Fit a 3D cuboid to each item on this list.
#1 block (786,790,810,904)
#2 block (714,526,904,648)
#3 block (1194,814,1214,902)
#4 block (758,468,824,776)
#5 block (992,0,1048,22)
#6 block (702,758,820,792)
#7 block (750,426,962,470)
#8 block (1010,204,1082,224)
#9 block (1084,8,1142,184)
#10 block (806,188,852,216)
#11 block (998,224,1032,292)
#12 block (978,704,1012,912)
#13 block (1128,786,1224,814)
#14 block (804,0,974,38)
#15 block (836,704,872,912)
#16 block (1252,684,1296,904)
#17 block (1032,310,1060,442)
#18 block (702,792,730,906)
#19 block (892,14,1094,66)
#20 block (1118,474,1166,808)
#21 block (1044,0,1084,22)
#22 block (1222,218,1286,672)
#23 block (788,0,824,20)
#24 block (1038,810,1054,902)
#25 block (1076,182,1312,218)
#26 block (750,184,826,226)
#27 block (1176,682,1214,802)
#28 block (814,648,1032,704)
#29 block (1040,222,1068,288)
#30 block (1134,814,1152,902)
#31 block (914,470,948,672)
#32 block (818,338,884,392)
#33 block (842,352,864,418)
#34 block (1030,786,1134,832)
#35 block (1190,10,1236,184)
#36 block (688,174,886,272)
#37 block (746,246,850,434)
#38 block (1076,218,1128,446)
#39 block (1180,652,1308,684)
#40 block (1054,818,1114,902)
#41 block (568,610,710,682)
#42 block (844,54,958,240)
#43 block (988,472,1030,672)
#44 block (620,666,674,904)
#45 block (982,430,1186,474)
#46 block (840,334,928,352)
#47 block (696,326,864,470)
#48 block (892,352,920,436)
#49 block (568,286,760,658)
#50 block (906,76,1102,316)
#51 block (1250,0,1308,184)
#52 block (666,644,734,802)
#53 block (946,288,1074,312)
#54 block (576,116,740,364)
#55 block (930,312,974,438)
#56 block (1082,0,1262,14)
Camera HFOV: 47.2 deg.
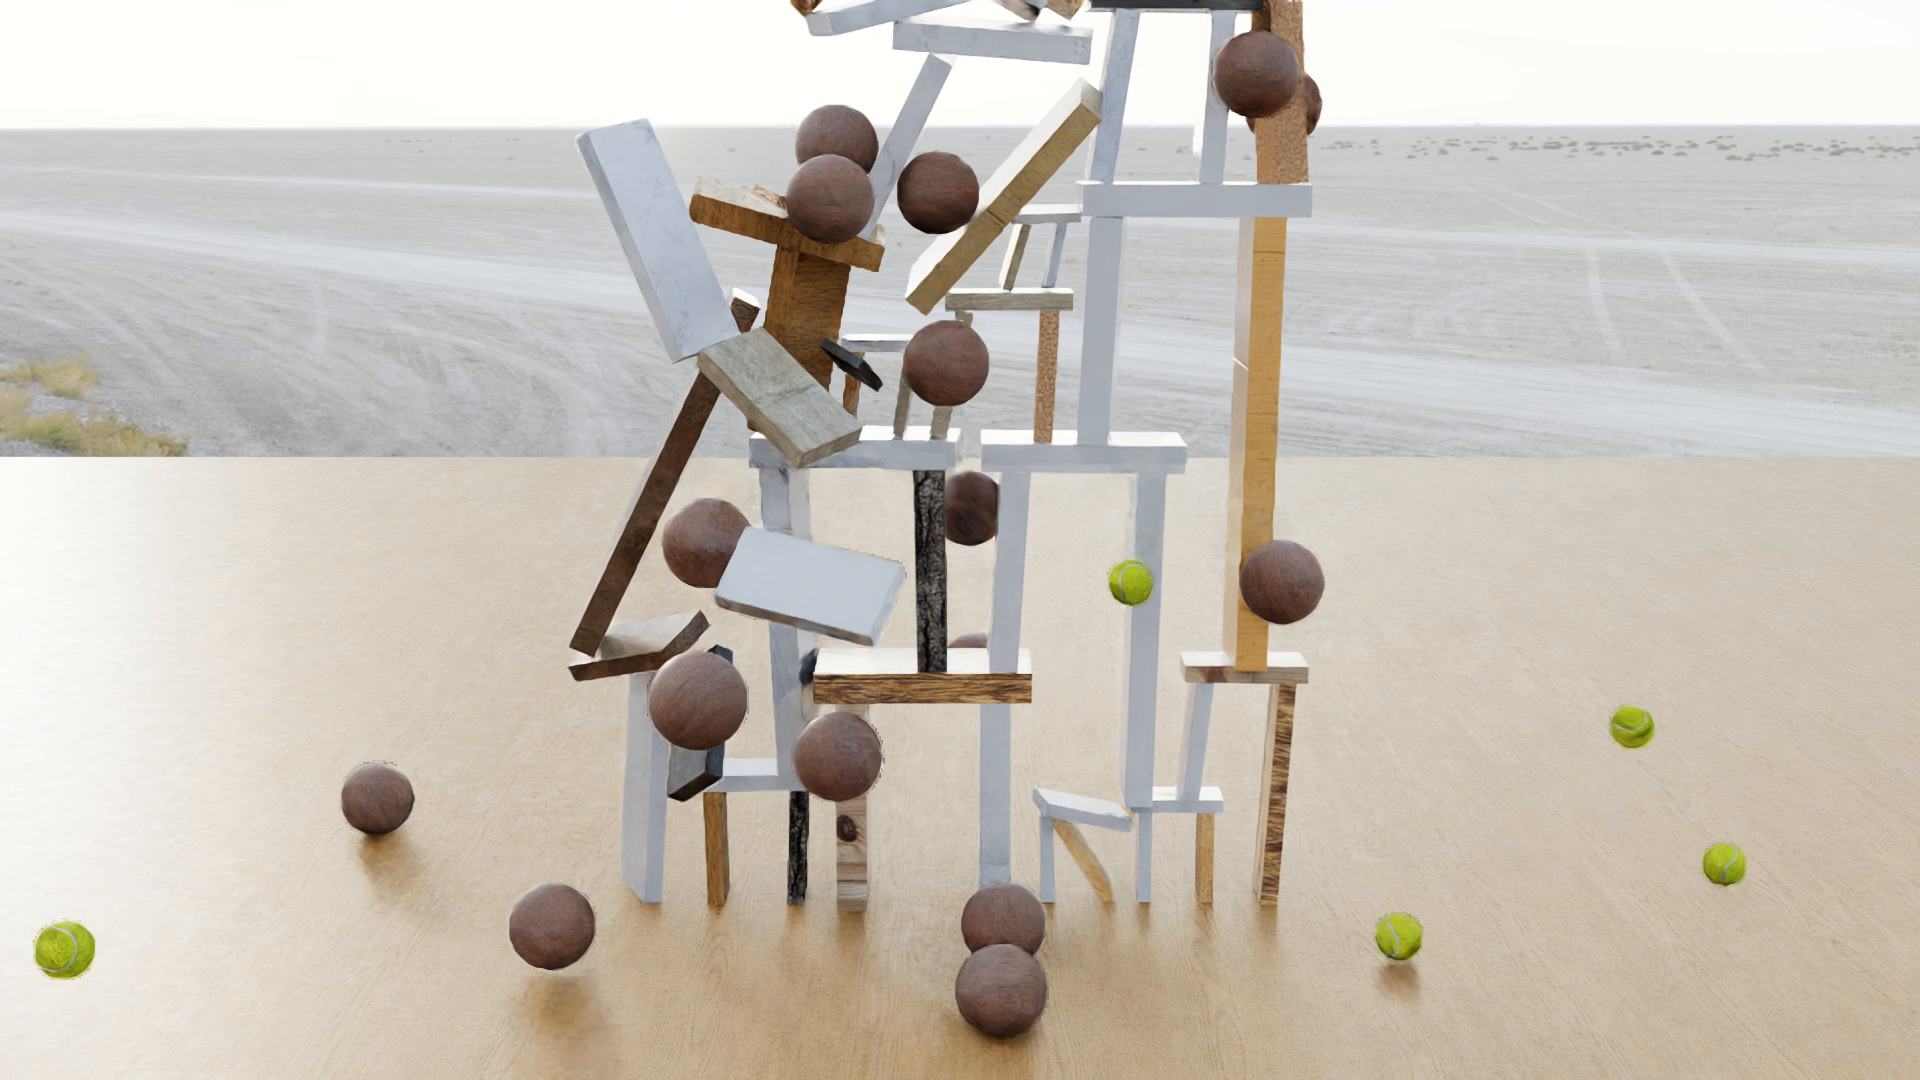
[{"bbox_3d":[-0.268,0.495,3.649,0.027,0.193,0.096,2,10,-1],"label":"block"},{"bbox_3d":[-0.205,0.062,2.985,0.231,0.116,0.033,14,-28,17],"label":"block"},{"bbox_3d":[0.406,0.515,3.652,0.022,0.153,0.076,0,11,0],"label":"block"},{"bbox_3d":[-0.274,0.120,3.601,0.046,0.505,0.163,-1,10,7],"label":"block"},{"bbox_3d":[0.020,-0.877,3.367,0.249,0.035,0.125,29,1,-5],"label":"block"},{"bbox_3d":[-0.330,0.387,3.627,0.193,0.027,0.096,0,10,-1],"label":"block"},{"bbox_3d":[-0.165,-0.150,3.543,0.327,0.046,0.163,1,10,3],"label":"block"},{"bbox_3d":[0.132,-0.510,3.437,0.110,0.016,0.055,-2,23,0],"label":"block"},{"bbox_3d":[0.237,-0.691,3.432,0.037,0.261,0.131,9,10,-2],"label":"block"},{"bbox_3d":[-0.193,-0.515,3.539,0.056,0.112,0.016,-13,45,28],"label":"block"},{"bbox_3d":[0.086,-0.452,3.464,0.016,0.110,0.055,13,20,-11],"label":"block"},{"bbox_3d":[0.057,0.418,3.641,0.049,0.349,0.175,0,10,0],"label":"block"},{"bbox_3d":[0.355,0.430,3.636,0.153,0.022,0.077,0,11,0],"label":"block"},{"bbox_3d":[-0.097,-0.807,3.323,0.249,0.035,0.125,-18,18,-16],"label":"block"},{"bbox_3d":[-0.176,0.418,3.641,0.049,0.349,0.175,0,11,0],"label":"block"},{"bbox_3d":[0.518,0.406,3.631,0.028,0.374,0.099,3,11,-1],"label":"block"},{"bbox_3d":[0.137,-0.265,3.506,0.028,0.206,0.100,3,10,0],"label":"block"},{"bbox_3d":[-0.403,0.497,3.641,0.027,0.193,0.096,-1,11,0],"label":"block"},{"bbox_3d":[0.053,-0.761,3.339,0.297,0.042,0.148,5,19,3],"label":"block"},{"bbox_3d":[0.296,0.150,3.590,0.046,0.544,0.161,1,10,0],"label":"block"},{"bbox_3d":[0.085,-0.880,3.392,0.229,0.031,0.110,29,1,-6],"label":"block"},{"bbox_3d":[0.471,-0.159,3.533,0.050,0.717,0.176,1,10,-1],"label":"block"},{"bbox_3d":[-0.157,-0.902,3.343,0.249,0.035,0.125,-46,8,-3],"label":"block"},{"bbox_3d":[0.144,0.515,3.651,0.022,0.154,0.077,-1,11,0],"label":"block"},{"bbox_3d":[0.363,-0.536,3.461,0.353,0.050,0.176,0,10,-1],"label":"block"},{"bbox_3d":[-0.260,-0.508,3.340,0.056,0.016,0.113,28,7,35],"label":"block"},{"bbox_3d":[0.386,0.320,3.615,0.028,0.199,0.099,6,10,-2],"label":"block"},{"bbox_3d":[-0.059,0.222,3.604,0.349,0.049,0.175,0,10,0],"label":"block"},{"bbox_3d":[0.149,-0.454,3.484,0.016,0.110,0.055,10,4,-7],"label":"block"},{"bbox_3d":[0.304,0.515,3.652,0.022,0.153,0.077,0,11,0],"label":"block"},{"bbox_3d":[-0.047,0.036,3.570,0.046,0.327,0.163,-1,10,1],"label":"block"},{"bbox_3d":[-0.162,-0.262,3.281,0.113,0.016,0.056,34,-11,49],"label":"block"},{"bbox_3d":[-0.173,-0.240,3.524,0.019,0.134,0.067,8,12,2],"label":"block"},{"bbox_3d":[0.201,0.444,3.622,0.154,0.022,0.077,13,11,-18],"label":"block"},{"bbox_3d":[0.395,-0.690,3.432,0.037,0.261,0.130,3,11,0],"label":"block"},{"bbox_3d":[-0.270,-0.495,3.435,0.303,0.043,0.152,15,19,-8],"label":"block"},{"bbox_3d":[-0.254,-0.325,3.511,0.043,0.303,0.152,20,18,28],"label":"block"},{"bbox_3d":[0.227,-0.338,3.502,0.050,0.353,0.176,4,11,6],"label":"block"},{"bbox_3d":[0.463,0.208,3.594,0.199,0.028,0.099,0,10,0],"label":"block"},{"bbox_3d":[0.204,0.521,3.652,0.022,0.154,0.077,-32,9,6],"label":"block"},{"bbox_3d":[-0.509,0.168,3.479,0.220,0.031,0.110,-10,27,38],"label":"block"},{"bbox_3d":[-0.091,-0.617,3.400,0.042,0.297,0.149,26,18,-5],"label":"block"},{"bbox_3d":[0.079,0.038,3.570,0.046,0.321,0.161,3,10,-1],"label":"block"},{"bbox_3d":[-0.515,0.372,3.614,0.031,0.439,0.110,-4,17,-30],"label":"block"},{"bbox_3d":[0.195,-0.142,3.537,0.321,0.046,0.161,1,10,0],"label":"block"},{"bbox_3d":[-0.120,-0.314,3.501,0.134,0.019,0.067,1,12,4],"label":"block"},{"bbox_3d":[-0.256,-0.204,3.122,0.116,0.033,0.231,-26,61,-39],"label":"block"},{"bbox_3d":[-0.087,-0.238,3.516,0.019,0.134,0.067,10,13,2],"label":"block"},{"bbox_3d":[-0.466,-0.109,3.453,0.043,0.604,0.152,25,8,-12],"label":"block"},{"bbox_3d":[0.067,-0.536,3.430,0.042,0.415,0.148,37,23,-15],"label":"block"},{"bbox_3d":[0.486,-0.879,3.395,0.049,0.647,0.175,-4,11,-2],"label":"block"},{"bbox_3d":[-0.399,0.281,3.375,0.031,0.220,0.110,24,-39,-30],"label":"block"},{"bbox_3d":[0.078,-0.381,3.486,0.200,0.028,0.100,0,10,0],"label":"block"},{"bbox_3d":[-0.447,-0.447,3.274,0.116,0.360,0.033,-24,2,-42],"label":"block"},{"bbox_3d":[-0.013,-0.268,3.508,0.028,0.200,0.100,12,10,-1],"label":"block"},{"bbox_3d":[0.327,-0.838,3.408,0.261,0.037,0.130,0,10,-2],"label":"block"}]
